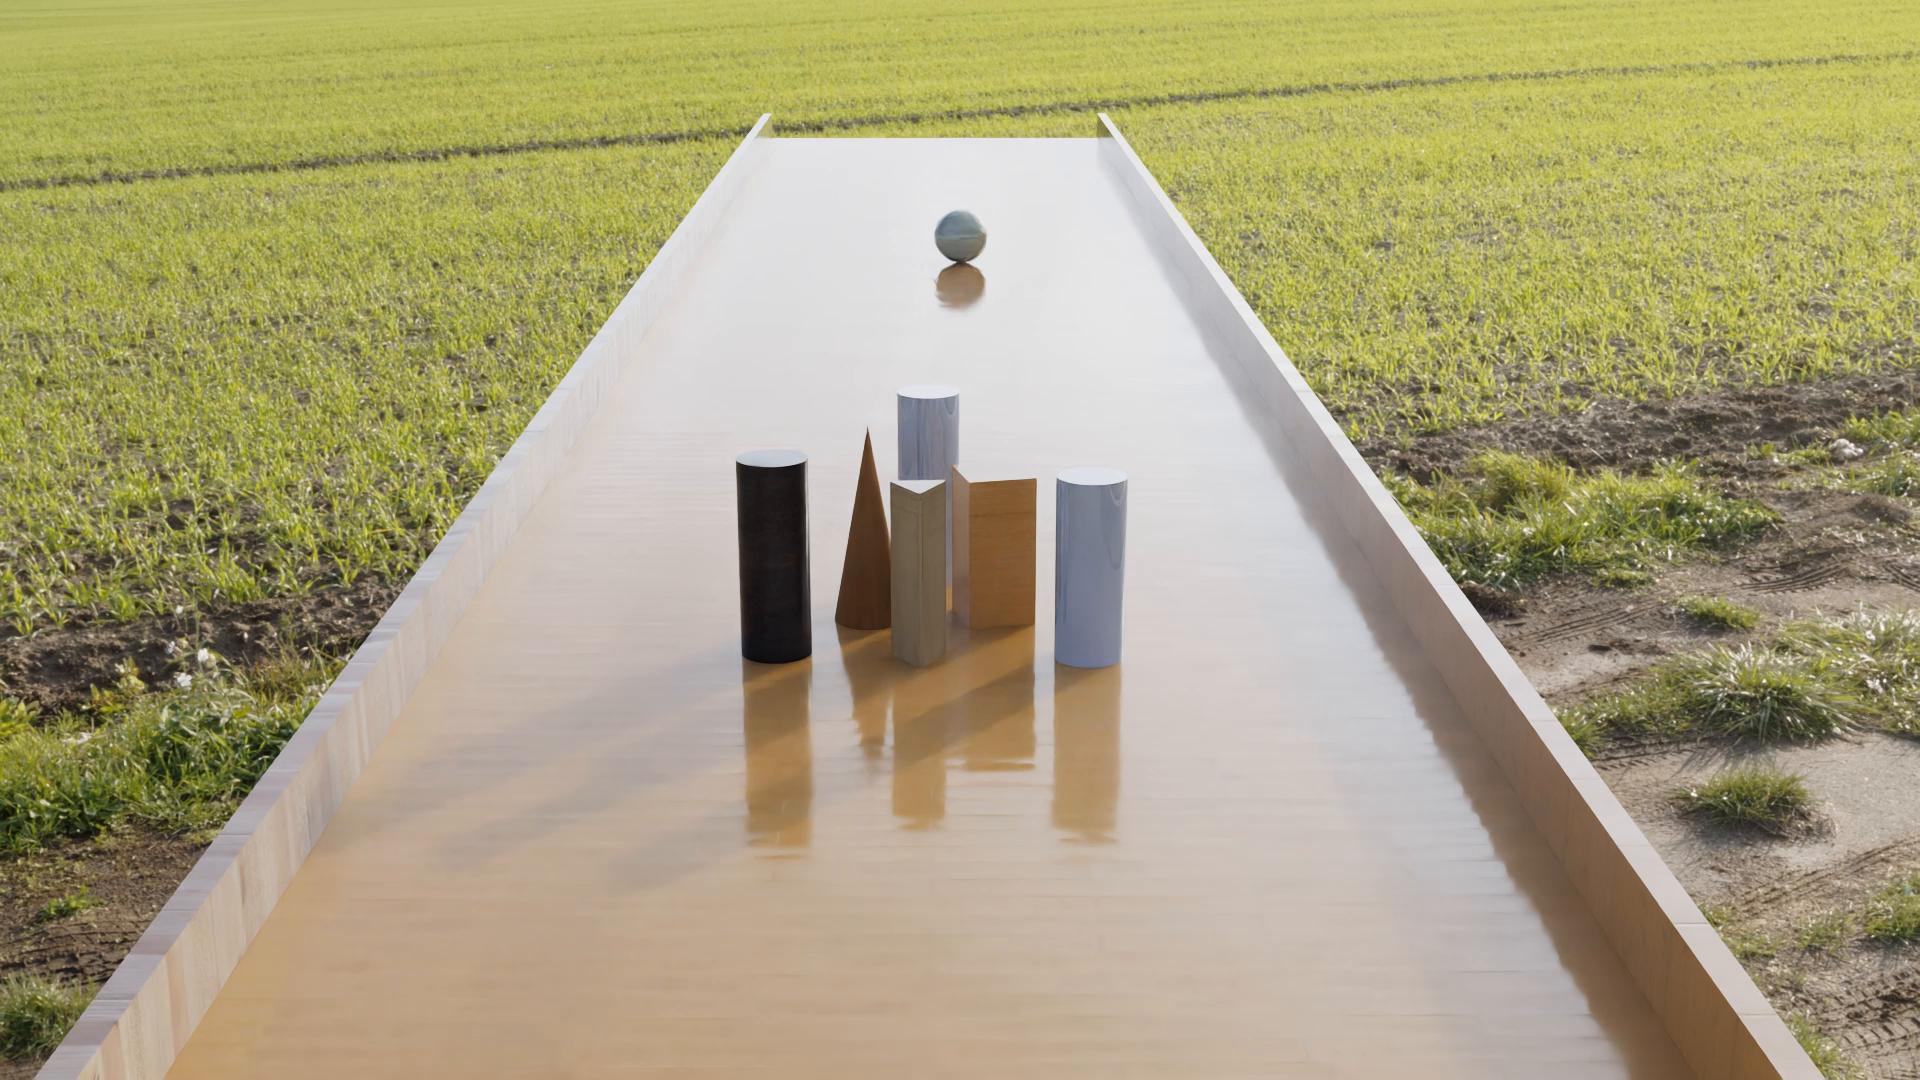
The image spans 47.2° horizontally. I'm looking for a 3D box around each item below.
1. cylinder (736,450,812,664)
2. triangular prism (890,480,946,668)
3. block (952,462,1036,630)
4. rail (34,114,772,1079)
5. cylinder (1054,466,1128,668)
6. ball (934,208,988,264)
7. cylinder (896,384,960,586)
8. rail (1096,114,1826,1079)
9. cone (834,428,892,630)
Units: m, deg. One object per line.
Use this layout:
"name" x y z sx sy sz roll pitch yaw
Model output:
"cylinder" -0.372 0.033 4.405 0.143 0.406 0.143 0 17 0
"triangular prism" -0.068 0.062 4.387 0.094 0.360 0.109 -11 20 -32
"block" 0.071 0.010 4.634 0.144 0.319 0.144 -4 17 -14
"rail" -1.118 -0.838 7.780 0.050 0.150 12.000 0 17 -1
"cylinder" 0.260 0.054 4.386 0.141 0.376 0.141 0 17 0
"ball" 0.005 -1.250 9.041 0.221 0.221 0.221 0 17 0
"cylinder" -0.069 -0.119 4.874 0.139 0.430 0.139 0 17 0
"rail" 0.932 -0.844 7.801 0.050 0.150 12.000 0 17 -1
"cone" -0.191 -0.036 4.607 0.151 0.422 0.151 0 17 0
